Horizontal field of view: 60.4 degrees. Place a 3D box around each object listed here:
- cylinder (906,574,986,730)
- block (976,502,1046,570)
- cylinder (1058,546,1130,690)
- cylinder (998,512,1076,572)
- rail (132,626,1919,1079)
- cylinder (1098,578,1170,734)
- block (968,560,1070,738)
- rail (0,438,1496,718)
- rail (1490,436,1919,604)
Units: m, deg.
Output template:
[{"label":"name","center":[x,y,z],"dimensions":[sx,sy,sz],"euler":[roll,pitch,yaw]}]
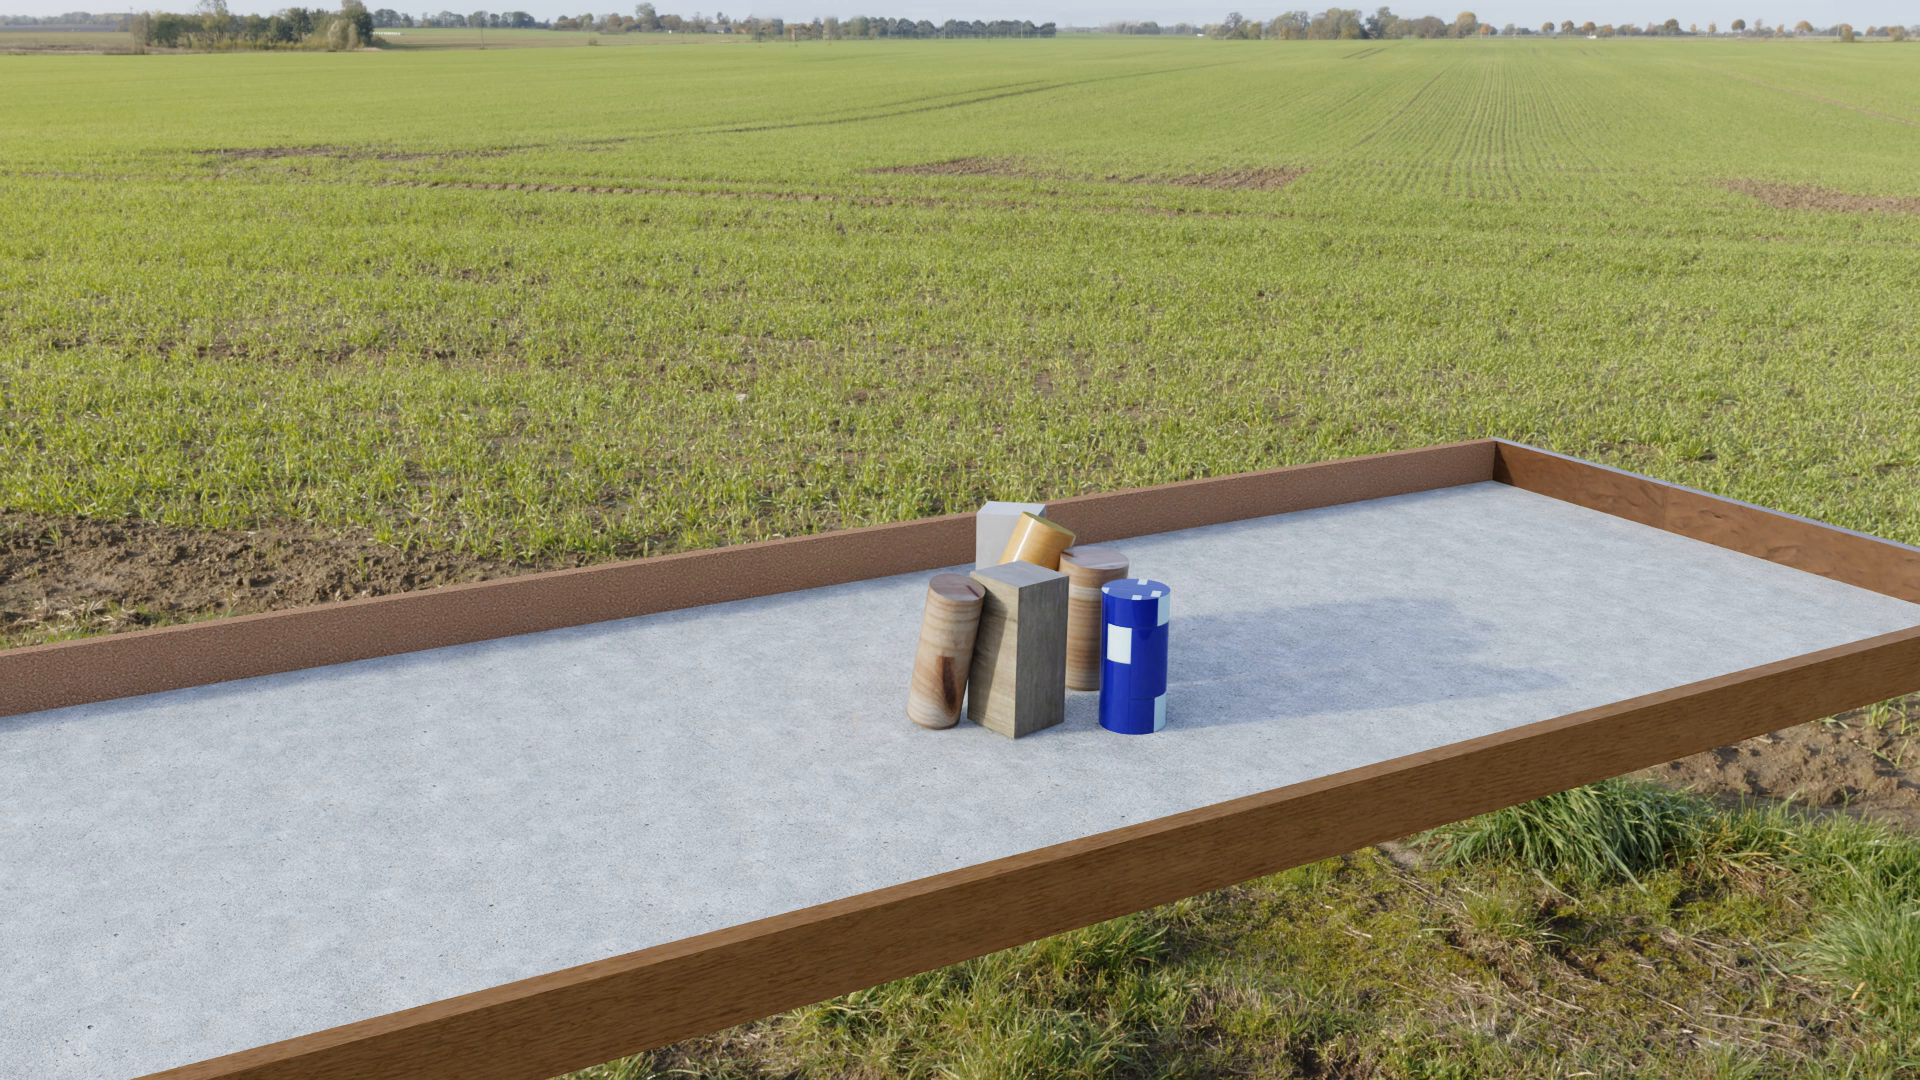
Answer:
[{"label":"cylinder","center":[-0.035,0.260,3.823],"dimensions":[0.129,0.345,0.129],"euler":[9,26,-4]},{"label":"block","center":[0.133,0.100,4.340],"dimensions":[0.157,0.373,0.157],"euler":[3,13,11]},{"label":"cylinder","center":[0.318,0.194,4.107],"dimensions":[0.171,0.318,0.171],"euler":[5,18,-2]},{"label":"cylinder","center":[0.145,0.134,4.165],"dimensions":[0.149,0.387,0.149],"euler":[24,7,-3]},{"label":"rail","center":[-2.336,1.006,1.665],"dimensions":[12.000,0.150,0.050],"euler":[-9,18,-27]},{"label":"cylinder","center":[0.406,0.271,3.848],"dimensions":[0.158,0.329,0.158],"euler":[0,16,0]},{"label":"block","center":[0.134,0.252,3.849],"dimensions":[0.162,0.362,0.162],"euler":[-12,20,-40]},{"label":"rail","center":[-3.305,0.497,3.399],"dimensions":[12.000,0.150,0.050],"euler":[-9,18,-27]},{"label":"rail","center":[2.466,-0.048,5.253],"dimensions":[0.050,0.150,2.100],"euler":[-9,18,-27]}]
